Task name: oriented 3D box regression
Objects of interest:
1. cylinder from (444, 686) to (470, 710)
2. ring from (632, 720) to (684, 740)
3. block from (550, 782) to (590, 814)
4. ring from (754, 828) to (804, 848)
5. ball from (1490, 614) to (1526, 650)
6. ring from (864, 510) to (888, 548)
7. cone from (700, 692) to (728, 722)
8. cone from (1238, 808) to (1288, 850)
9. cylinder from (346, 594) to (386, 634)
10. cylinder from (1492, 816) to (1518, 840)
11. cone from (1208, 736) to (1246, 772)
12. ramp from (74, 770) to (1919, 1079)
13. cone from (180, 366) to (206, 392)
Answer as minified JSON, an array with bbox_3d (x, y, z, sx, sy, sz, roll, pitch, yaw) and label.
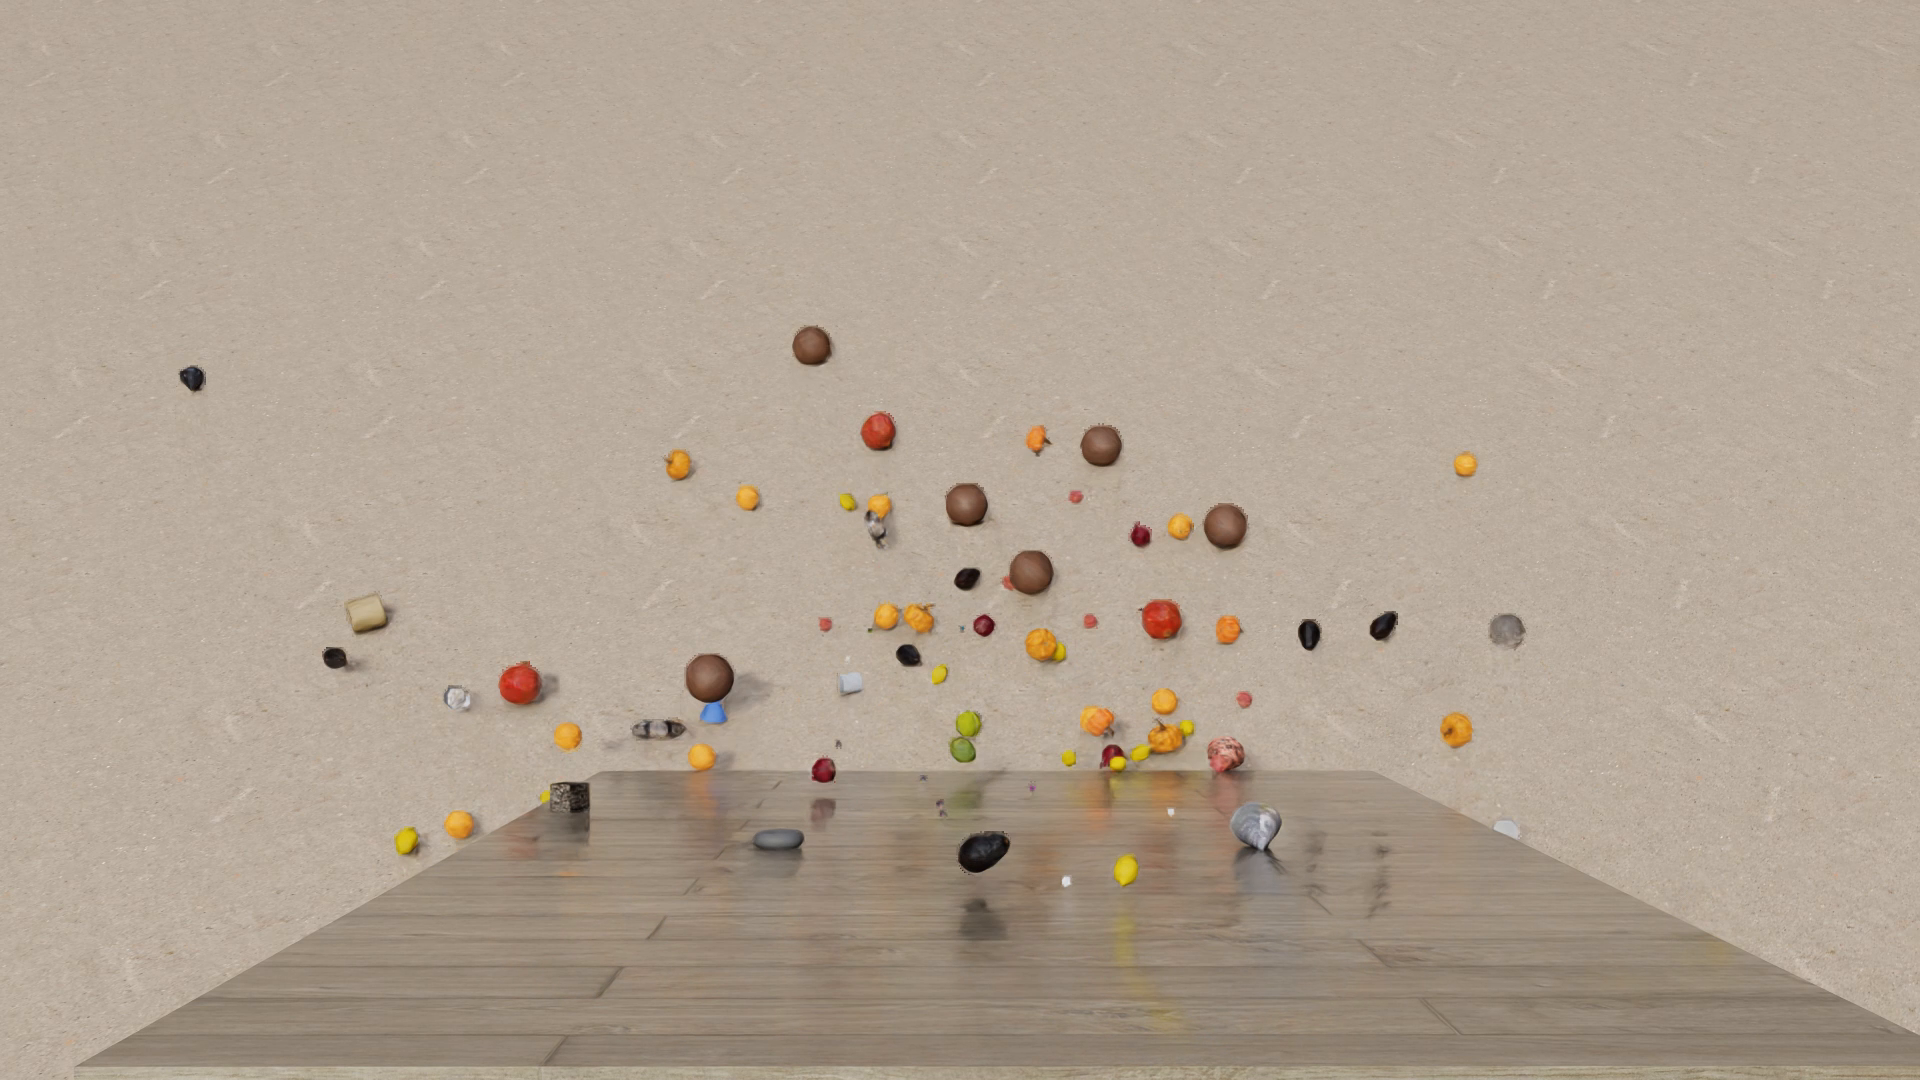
[{"bbox_3d":[-1.362,0.430,7.019,0.060,0.060,0.060,2,-10,3],"label":"cylinder"},{"bbox_3d":[-0.806,0.507,6.922,0.143,0.048,0.143,-4,-5,0],"label":"ring"},{"bbox_3d":[-0.841,0.555,5.591,0.060,0.060,0.060,-1,-1,37],"label":"block"},{"bbox_3d":[-0.341,0.561,4.867,0.094,0.031,0.094,-1,-1,0],"label":"ring"},{"bbox_3d":[1.547,0.259,7.325,0.099,0.099,0.099,0,32,0],"label":"ball"},{"bbox_3d":[-0.250,-0.032,7.759,0.041,0.123,0.123,-24,36,-7],"label":"ring"},{"bbox_3d":[-0.667,0.446,7.028,0.077,0.077,0.077,6,17,-2],"label":"cone"},{"bbox_3d":[0.558,0.554,4.832,0.095,0.095,0.095,8,6,13],"label":"cone"},{"bbox_3d":[-1.697,0.211,7.402,0.093,0.093,0.093,-18,36,-18],"label":"cylinder"},{"bbox_3d":[1.232,0.659,5.860,0.060,0.060,0.060,6,3,9],"label":"cylinder"},{"bbox_3d":[0.681,0.575,6.701,0.099,0.099,0.099,8,28,12],"label":"cone"},{"bbox_3d":[0.071,0.625,4.714,2.000,0.100,4.000,0,-1,0],"label":"ramp"},{"bbox_3d":[-2.551,-0.518,8.603,0.081,0.081,0.081,-4,47,-7],"label":"cone"}]
